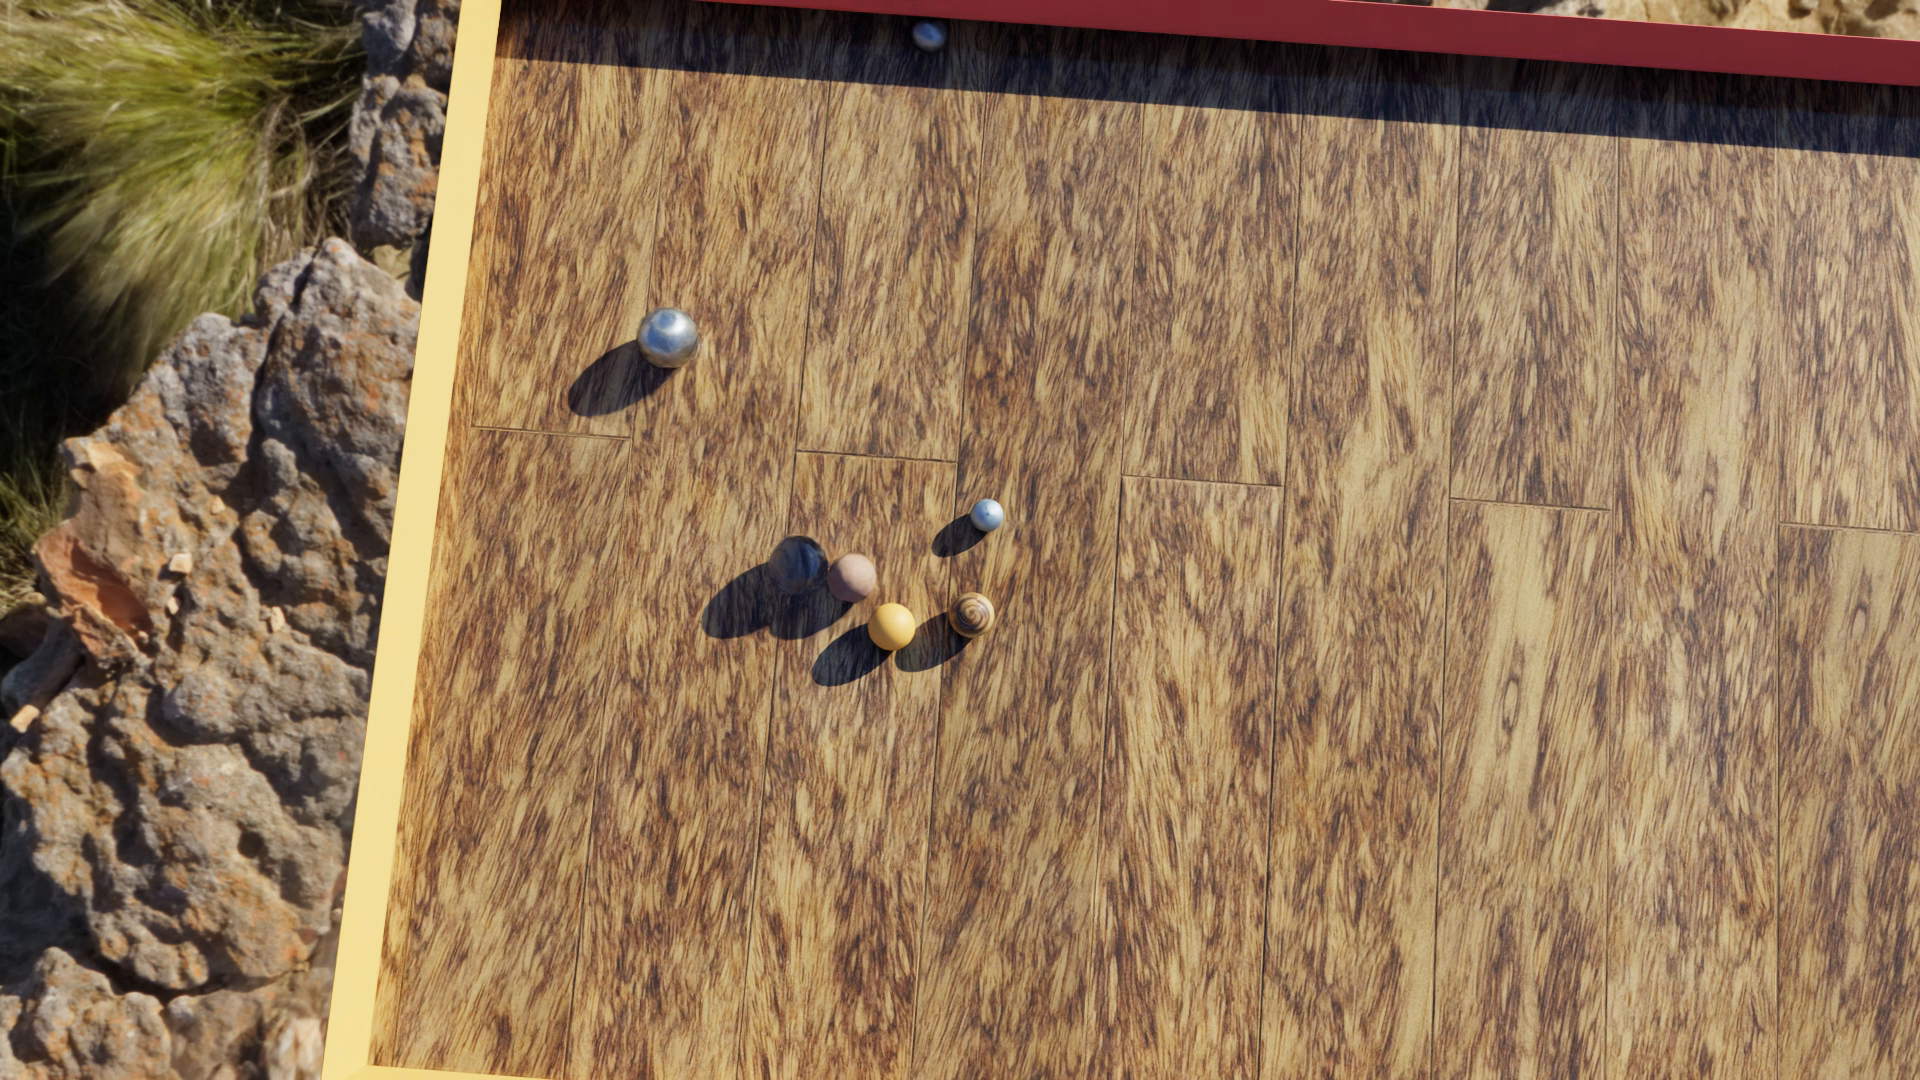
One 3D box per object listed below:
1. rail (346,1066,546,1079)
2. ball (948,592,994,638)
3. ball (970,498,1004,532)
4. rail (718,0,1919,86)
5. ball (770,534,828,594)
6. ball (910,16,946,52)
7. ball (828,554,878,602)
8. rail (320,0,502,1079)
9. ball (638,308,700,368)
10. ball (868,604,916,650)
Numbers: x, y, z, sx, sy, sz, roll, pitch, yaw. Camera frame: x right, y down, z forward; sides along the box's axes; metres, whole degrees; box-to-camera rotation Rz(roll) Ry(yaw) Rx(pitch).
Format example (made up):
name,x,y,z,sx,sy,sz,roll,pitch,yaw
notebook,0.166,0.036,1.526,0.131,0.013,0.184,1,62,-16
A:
name,x,y,z,sx,sy,sz,roll,pitch,yaw
rail,0.762,0.886,3.092,3.315,0.122,0.045,4,78,1
ball,0.017,0.112,3.280,0.068,0.068,0.068,0,78,0
ball,0.041,-0.037,3.320,0.050,0.050,0.050,0,78,0
rail,0.890,-0.774,3.435,3.315,0.122,0.045,4,78,1
ball,-0.240,0.037,3.285,0.088,0.088,0.088,0,78,0
ball,-0.049,-0.800,3.474,0.057,0.057,0.057,0,78,0
ball,-0.161,0.057,3.288,0.074,0.074,0.074,0,78,0
rail,-0.803,-0.064,3.288,0.045,0.122,1.747,4,78,1
ball,-0.445,-0.308,3.354,0.094,0.094,0.094,0,78,0
ball,-0.102,0.129,3.275,0.071,0.071,0.071,0,78,0
